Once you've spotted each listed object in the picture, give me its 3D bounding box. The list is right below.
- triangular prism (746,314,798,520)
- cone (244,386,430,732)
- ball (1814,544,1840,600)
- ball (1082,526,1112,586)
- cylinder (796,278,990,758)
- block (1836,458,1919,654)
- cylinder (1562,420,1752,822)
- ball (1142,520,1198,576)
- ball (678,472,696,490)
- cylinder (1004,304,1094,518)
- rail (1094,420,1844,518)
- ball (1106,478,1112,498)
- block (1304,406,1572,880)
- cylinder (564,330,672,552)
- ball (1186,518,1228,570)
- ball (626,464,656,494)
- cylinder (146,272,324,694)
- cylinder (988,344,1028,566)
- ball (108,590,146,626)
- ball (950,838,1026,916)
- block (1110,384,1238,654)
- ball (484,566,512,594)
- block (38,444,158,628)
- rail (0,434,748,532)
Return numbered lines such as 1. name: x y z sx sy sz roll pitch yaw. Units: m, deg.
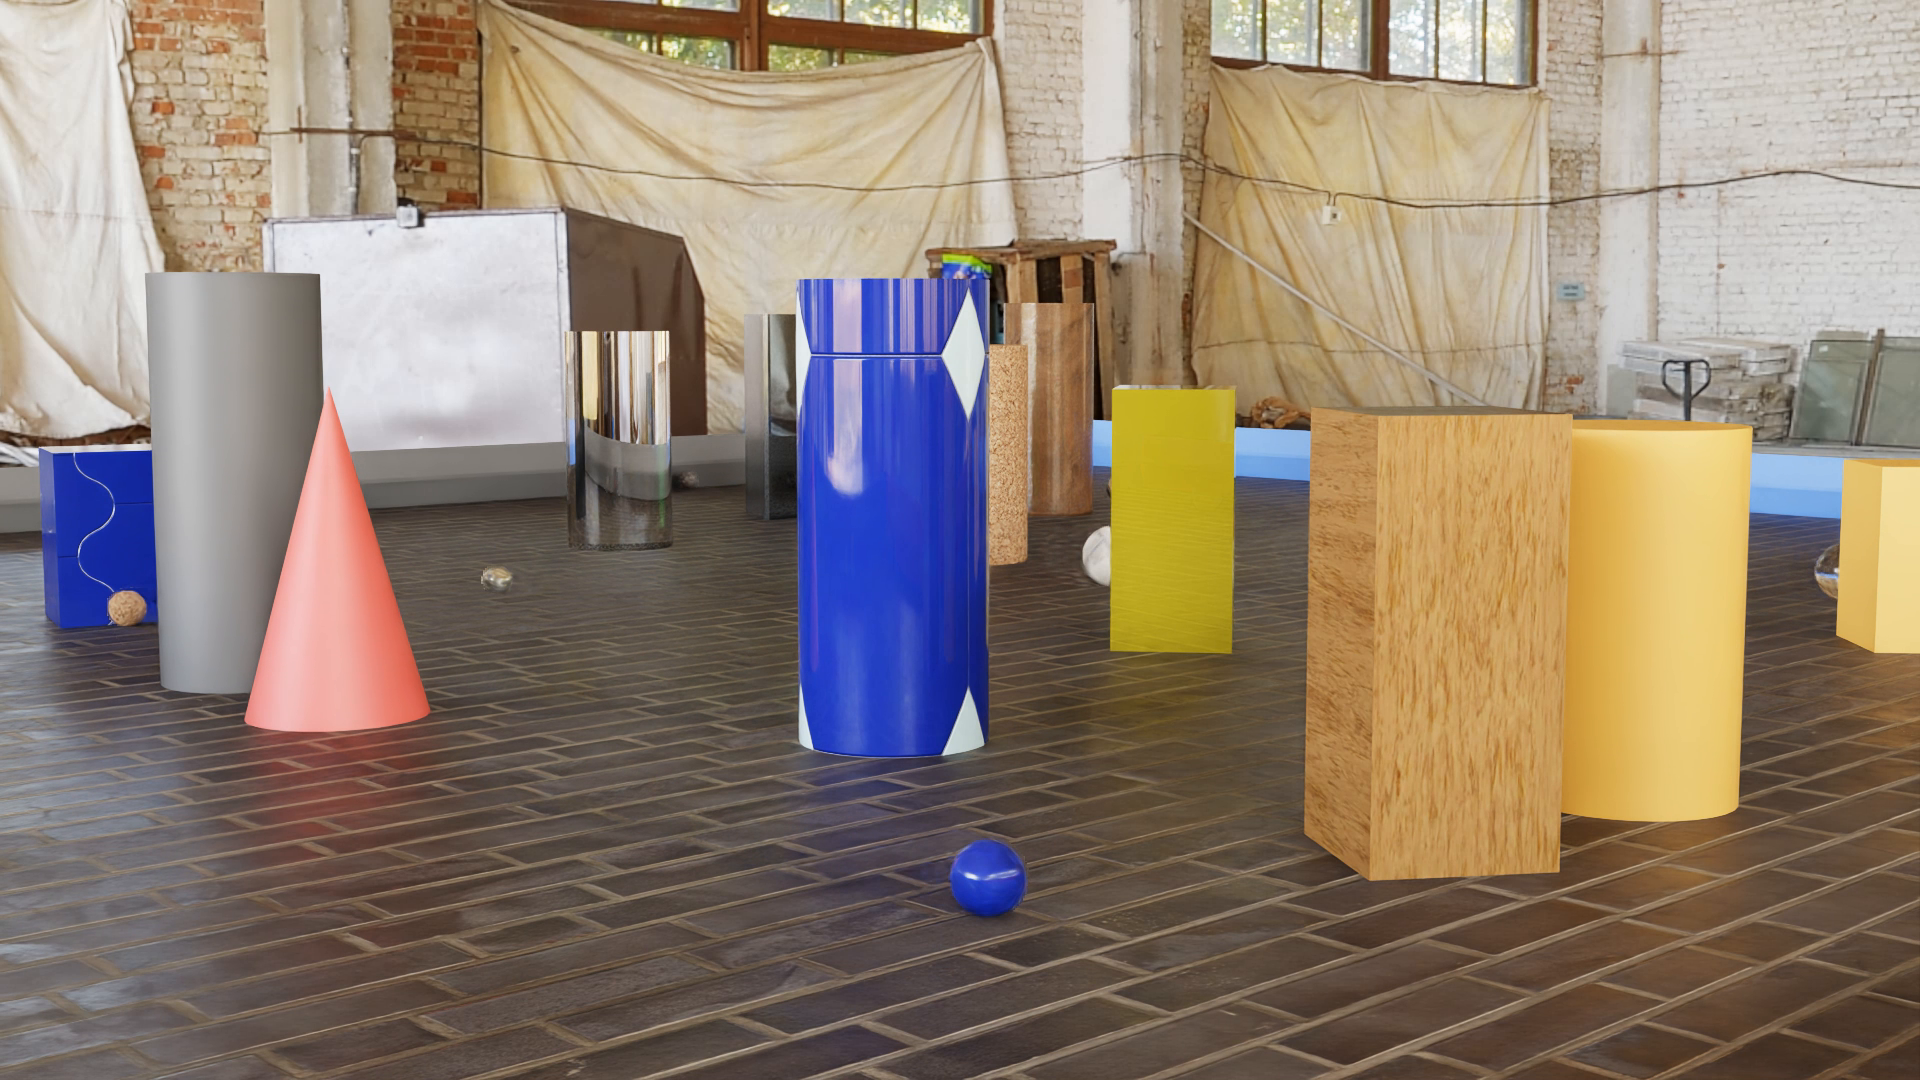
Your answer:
1. triangular prism: -0.412 -0.271 4.773 0.149 0.437 0.172 5 8 40
2. cone: -0.687 0.012 2.413 0.198 0.364 0.198 0 6 0
3. ball: 1.363 0.049 3.382 0.089 0.089 0.089 0 6 0
4. ball: 0.247 0.026 3.556 0.099 0.099 0.099 0 6 0
5. cylinder: -0.069 -0.029 2.269 0.198 0.476 0.198 0 6 0
6. block: 1.280 0.019 2.932 0.158 0.243 0.158 0 6 5
7. cylinder: 0.611 0.066 2.003 0.198 0.342 0.198 0 6 0
8. ball: 0.353 0.013 3.703 0.094 0.094 0.094 0 6 0
9. ball: -0.681 -0.148 5.499 0.043 0.043 0.043 0 6 0
10. cylinder: 0.194 -0.289 4.832 0.198 0.461 0.198 0 6 0
11. rail: 1.699 -0.129 4.891 0.045 0.129 4.209 -5 8 -42
12. ball: 0.373 -0.121 5.156 0.060 0.060 0.060 0 6 0
13. block: 0.385 0.076 1.795 0.158 0.364 0.158 -1 6 -10
14. cylinder: -0.645 -0.191 4.157 0.198 0.406 0.198 0 6 0
15. ball: 0.414 0.008 3.772 0.089 0.089 0.089 0 6 0
16. ball: -0.780 -0.149 5.371 0.071 0.071 0.071 0 6 0
17. cylinder: -0.863 -0.074 2.638 0.198 0.488 0.198 0 6 0
18. cylinder: 0.022 -0.156 3.930 0.198 0.383 0.198 0 6 0
19. ball: -1.178 0.096 3.112 0.052 0.052 0.052 0 6 0
20. ball: 0.021 0.249 1.621 0.057 0.057 0.057 0 6 0
21. block: 0.287 -0.032 2.936 0.158 0.343 0.158 1 6 8
22. ball: -0.727 0.063 3.459 0.045 0.045 0.045 0 6 0
23. block: -1.236 -0.010 3.189 0.158 0.247 0.158 -3 7 -29
24. rail: -1.411 -0.125 4.853 4.671 0.129 0.045 -5 8 -42
